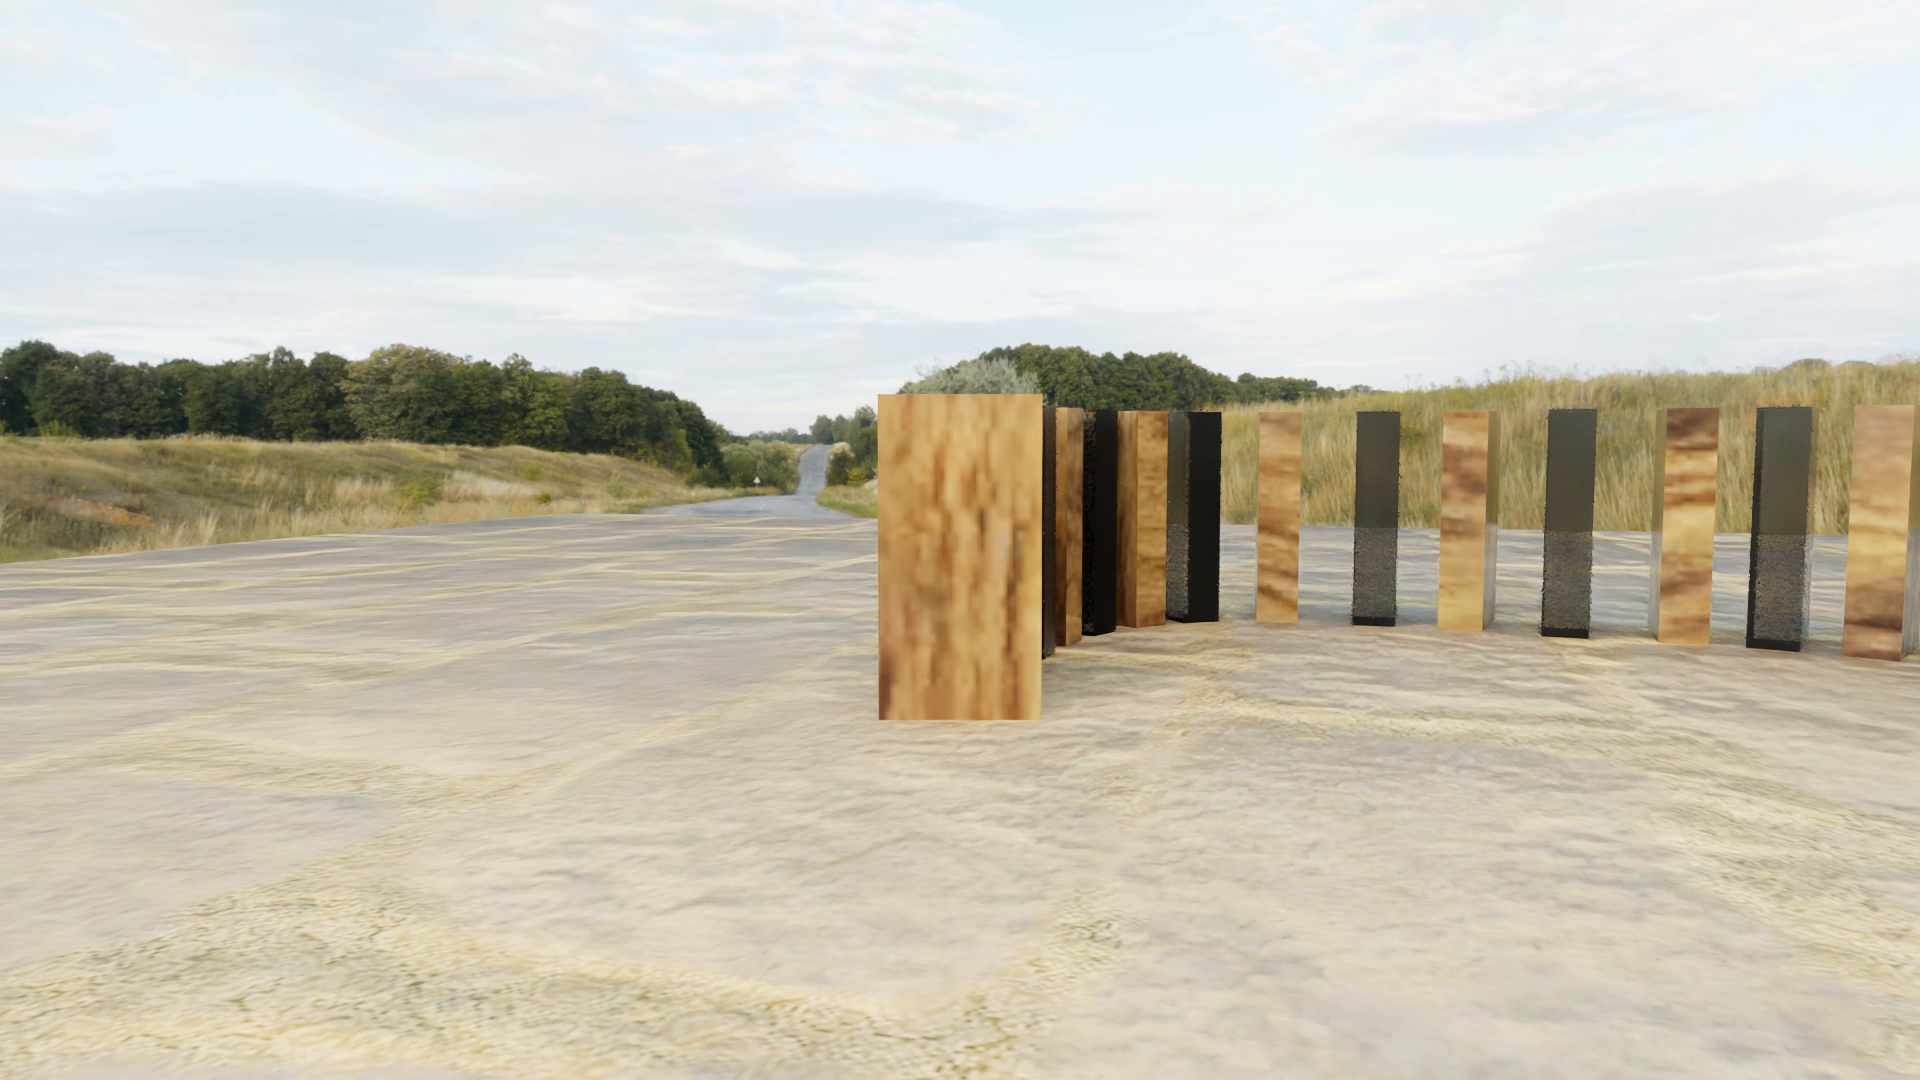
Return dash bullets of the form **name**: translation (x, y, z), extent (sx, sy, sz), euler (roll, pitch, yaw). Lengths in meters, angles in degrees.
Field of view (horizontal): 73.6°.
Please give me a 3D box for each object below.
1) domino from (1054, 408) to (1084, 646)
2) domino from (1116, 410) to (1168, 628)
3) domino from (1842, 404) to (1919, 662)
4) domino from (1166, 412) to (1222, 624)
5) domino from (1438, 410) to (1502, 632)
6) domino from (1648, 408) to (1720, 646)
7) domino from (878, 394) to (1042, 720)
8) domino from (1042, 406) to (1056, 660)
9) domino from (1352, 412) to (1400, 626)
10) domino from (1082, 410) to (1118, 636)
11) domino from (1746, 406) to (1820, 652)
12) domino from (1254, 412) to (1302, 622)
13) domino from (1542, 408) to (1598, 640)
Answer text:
- **domino**: translation (0.013, -0.003, 0.278), extent (0.025, 0.050, 0.009), euler (2, 5, 25)
- **domino**: translation (0.037, -0.005, 0.307), extent (0.009, 0.050, 0.025), euler (-3, 5, -36)
- **domino**: translation (0.189, -0.002, 0.262), extent (0.009, 0.050, 0.025), euler (4, 6, 43)
- **domino**: translation (0.054, -0.006, 0.316), extent (0.009, 0.050, 0.025), euler (-1, 5, -18)
- **domino**: translation (0.120, -0.005, 0.301), extent (0.009, 0.050, 0.025), euler (2, 5, 29)
- **domino**: translation (0.159, -0.004, 0.283), extent (0.010, 0.050, 0.025), euler (2, 5, 24)
- **domino**: translation (0.000, 0.002, 0.201), extent (0.025, 0.050, 0.009), euler (0, 4, 0)
- **domino**: translation (0.006, -0.002, 0.259), extent (0.025, 0.050, 0.009), euler (1, 4, 17)
- **domino**: translation (0.101, -0.006, 0.310), extent (0.009, 0.050, 0.025), euler (1, 5, 18)
- **domino**: translation (0.023, -0.004, 0.293), extent (0.025, 0.050, 0.009), euler (3, 5, 38)
- **domino**: translation (0.175, -0.003, 0.273), extent (0.009, 0.050, 0.025), euler (3, 5, 36)
- **domino**: translation (0.078, -0.006, 0.317), extent (0.009, 0.050, 0.025), euler (1, 4, 12)
- **domino**: translation (0.138, -0.004, 0.291), extent (0.010, 0.050, 0.025), euler (2, 5, 26)
